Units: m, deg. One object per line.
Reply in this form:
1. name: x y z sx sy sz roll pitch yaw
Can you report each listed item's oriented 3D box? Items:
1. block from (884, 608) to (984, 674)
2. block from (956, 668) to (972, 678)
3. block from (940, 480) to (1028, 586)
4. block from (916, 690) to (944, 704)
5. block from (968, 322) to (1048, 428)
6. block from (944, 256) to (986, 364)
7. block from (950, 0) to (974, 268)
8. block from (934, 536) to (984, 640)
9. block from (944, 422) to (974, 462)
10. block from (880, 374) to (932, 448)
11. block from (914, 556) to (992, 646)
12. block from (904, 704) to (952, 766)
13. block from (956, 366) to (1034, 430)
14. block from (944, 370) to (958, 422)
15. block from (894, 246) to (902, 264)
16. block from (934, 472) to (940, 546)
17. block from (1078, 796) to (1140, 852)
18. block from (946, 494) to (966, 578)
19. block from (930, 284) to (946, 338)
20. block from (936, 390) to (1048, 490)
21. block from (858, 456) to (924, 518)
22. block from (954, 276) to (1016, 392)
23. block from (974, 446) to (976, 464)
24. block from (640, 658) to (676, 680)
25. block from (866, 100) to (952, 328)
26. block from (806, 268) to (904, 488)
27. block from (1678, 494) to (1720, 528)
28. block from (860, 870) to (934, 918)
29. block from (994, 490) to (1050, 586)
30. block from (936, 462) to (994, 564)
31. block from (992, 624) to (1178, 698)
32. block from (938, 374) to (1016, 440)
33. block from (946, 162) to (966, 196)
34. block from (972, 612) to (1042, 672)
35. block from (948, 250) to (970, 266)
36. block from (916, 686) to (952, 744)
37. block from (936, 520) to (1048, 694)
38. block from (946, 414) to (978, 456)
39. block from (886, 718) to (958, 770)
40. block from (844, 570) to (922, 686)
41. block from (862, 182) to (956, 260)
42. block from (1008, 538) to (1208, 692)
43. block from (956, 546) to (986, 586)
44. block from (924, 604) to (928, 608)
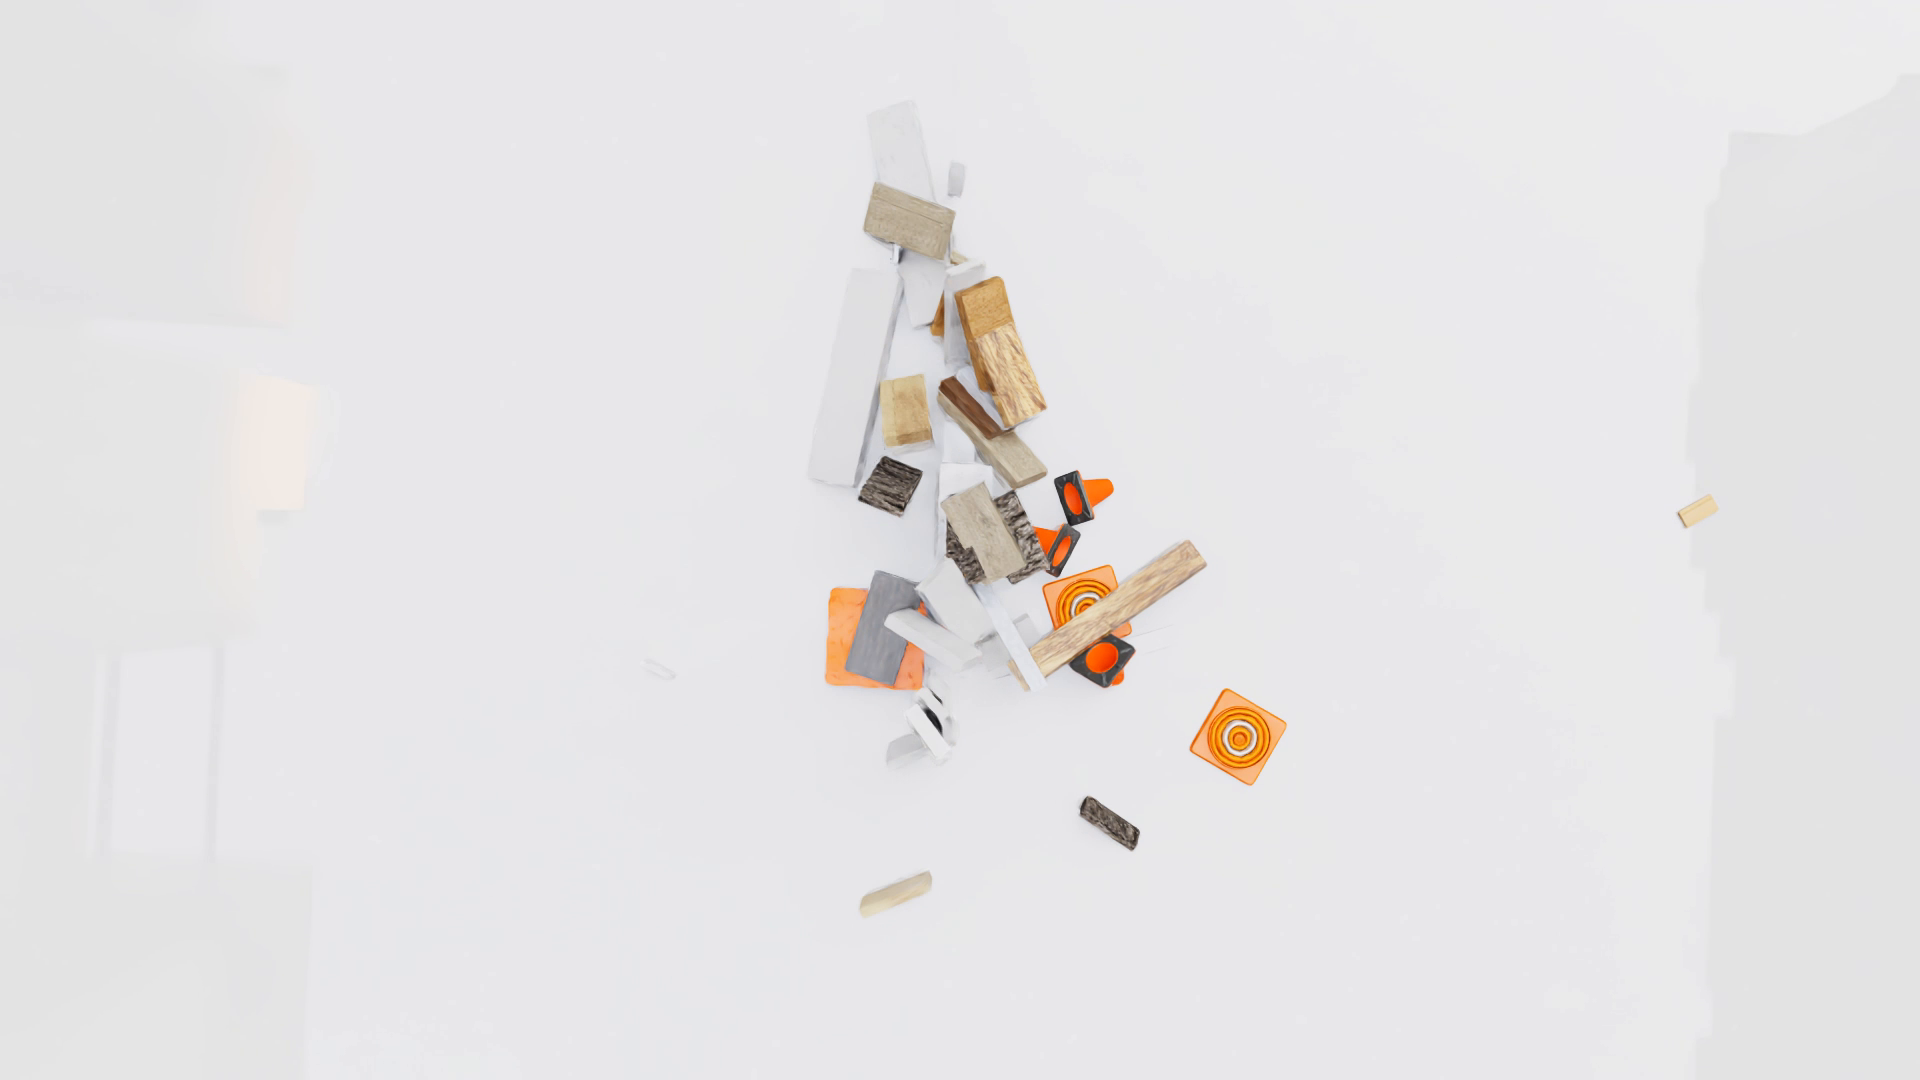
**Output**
1. block: -0.080 0.311 5.147 0.291 0.145 0.041 31 108 20
2. block: 0.018 0.402 5.492 0.054 0.015 0.107 9 90 0
3. block: 0.075 -0.020 5.189 0.149 0.042 0.299 -26 99 13
4. block: -0.121 0.563 5.491 0.122 0.017 0.061 -45 90 0
5. block: 0.155 -0.525 5.234 0.149 0.042 0.299 -28 101 -25
6. block: 0.014 -0.735 5.302 0.127 0.361 0.036 -26 53 -23
7. block: 0.007 -1.352 5.493 0.052 0.015 1.105 2 90 0
8. block: -0.001 0.160 5.430 0.169 0.048 0.338 2 106 0
9. block: -0.003 -0.282 5.397 0.102 0.029 0.203 2 95 0
10. block: -0.176 -0.419 5.321 0.149 0.299 0.042 -11 132 3
11. block: -0.017 0.207 5.224 0.145 0.041 0.291 -48 127 -21
12. block: -0.097 0.601 5.076 0.049 0.344 0.172 -36 82 -7
13. block: 0.114 -0.470 5.350 0.127 0.036 0.255 -23 62 -37
14. block: -0.001 -0.464 5.486 0.102 0.029 0.203 0 90 0
15. block: -0.203 -0.934 5.392 0.015 0.104 0.052 8 96 2
16. block: 0.002 -0.055 5.415 0.169 0.048 0.338 2 112 0
17. block: 0.495 0.935 5.445 0.212 0.106 0.030 34 111 0
18. block: 0.025 -0.011 5.259 0.134 0.038 0.268 2 96 -9
19. block: -0.020 -0.754 5.361 0.102 0.029 0.203 3 124 -28
20. block: 0.101 -0.342 5.335 0.134 0.038 0.422 -23 62 -36
21. block: -0.223 -0.176 5.360 0.145 0.291 0.041 22 118 1
22. block: 0.099 -0.658 5.265 0.163 0.046 0.326 -28 117 -26
23. block: -0.001 -0.255 5.452 0.102 0.029 0.203 1 103 0
24. block: -1.002 0.427 5.471 0.113 0.056 0.016 27 96 0
25. block: -0.152 -1.076 5.449 0.163 0.046 0.722 -12 90 21
26. block: -0.346 -0.536 5.447 0.172 0.049 0.709 12 90 20
27. block: 2.458 -0.097 5.491 0.122 0.017 0.061 -30 90 0
28. block: -0.209 1.166 5.428 0.242 0.121 0.034 -23 95 5
29. block: 0.168 -0.007 5.246 0.134 0.038 0.268 -26 100 -8
30. block: 0.016 -0.079 5.324 0.169 0.048 0.338 2 99 0
31. block: 0.419 0.403 5.491 0.630 0.017 0.061 -17 90 0
32. block: 0.061 -0.441 5.352 0.127 0.036 0.255 -27 65 -38
33. block: -0.011 -1.195 5.451 0.052 0.015 0.104 14 120 9
34. block: 0.158 0.340 5.462 0.212 0.030 0.106 -31 118 0
35. block: 0.010 -0.889 5.279 0.093 0.013 0.046 28 57 -25
36. block: -0.080 0.559 5.190 0.034 0.242 0.121 -36 68 -15
37. block: 0.105 0.211 5.326 0.056 0.016 0.638 -30 100 2
38. block: 0.007 -0.335 5.463 0.102 0.029 0.203 1 103 0
39. block: -0.124 0.668 5.411 0.242 0.121 0.034 -23 112 13
40. block: -0.245 0.288 5.401 0.172 0.049 0.344 18 96 2
41. block: -0.167 -1.039 5.369 0.326 0.046 0.163 28 112 33
42. block: 0.483 0.248 5.413 0.727 0.030 0.106 -35 65 2
43. block: 0.036 0.082 5.189 0.056 0.016 0.113 -21 100 12
44. block: -0.058 0.207 5.407 0.107 0.015 0.054 12 102 -6
